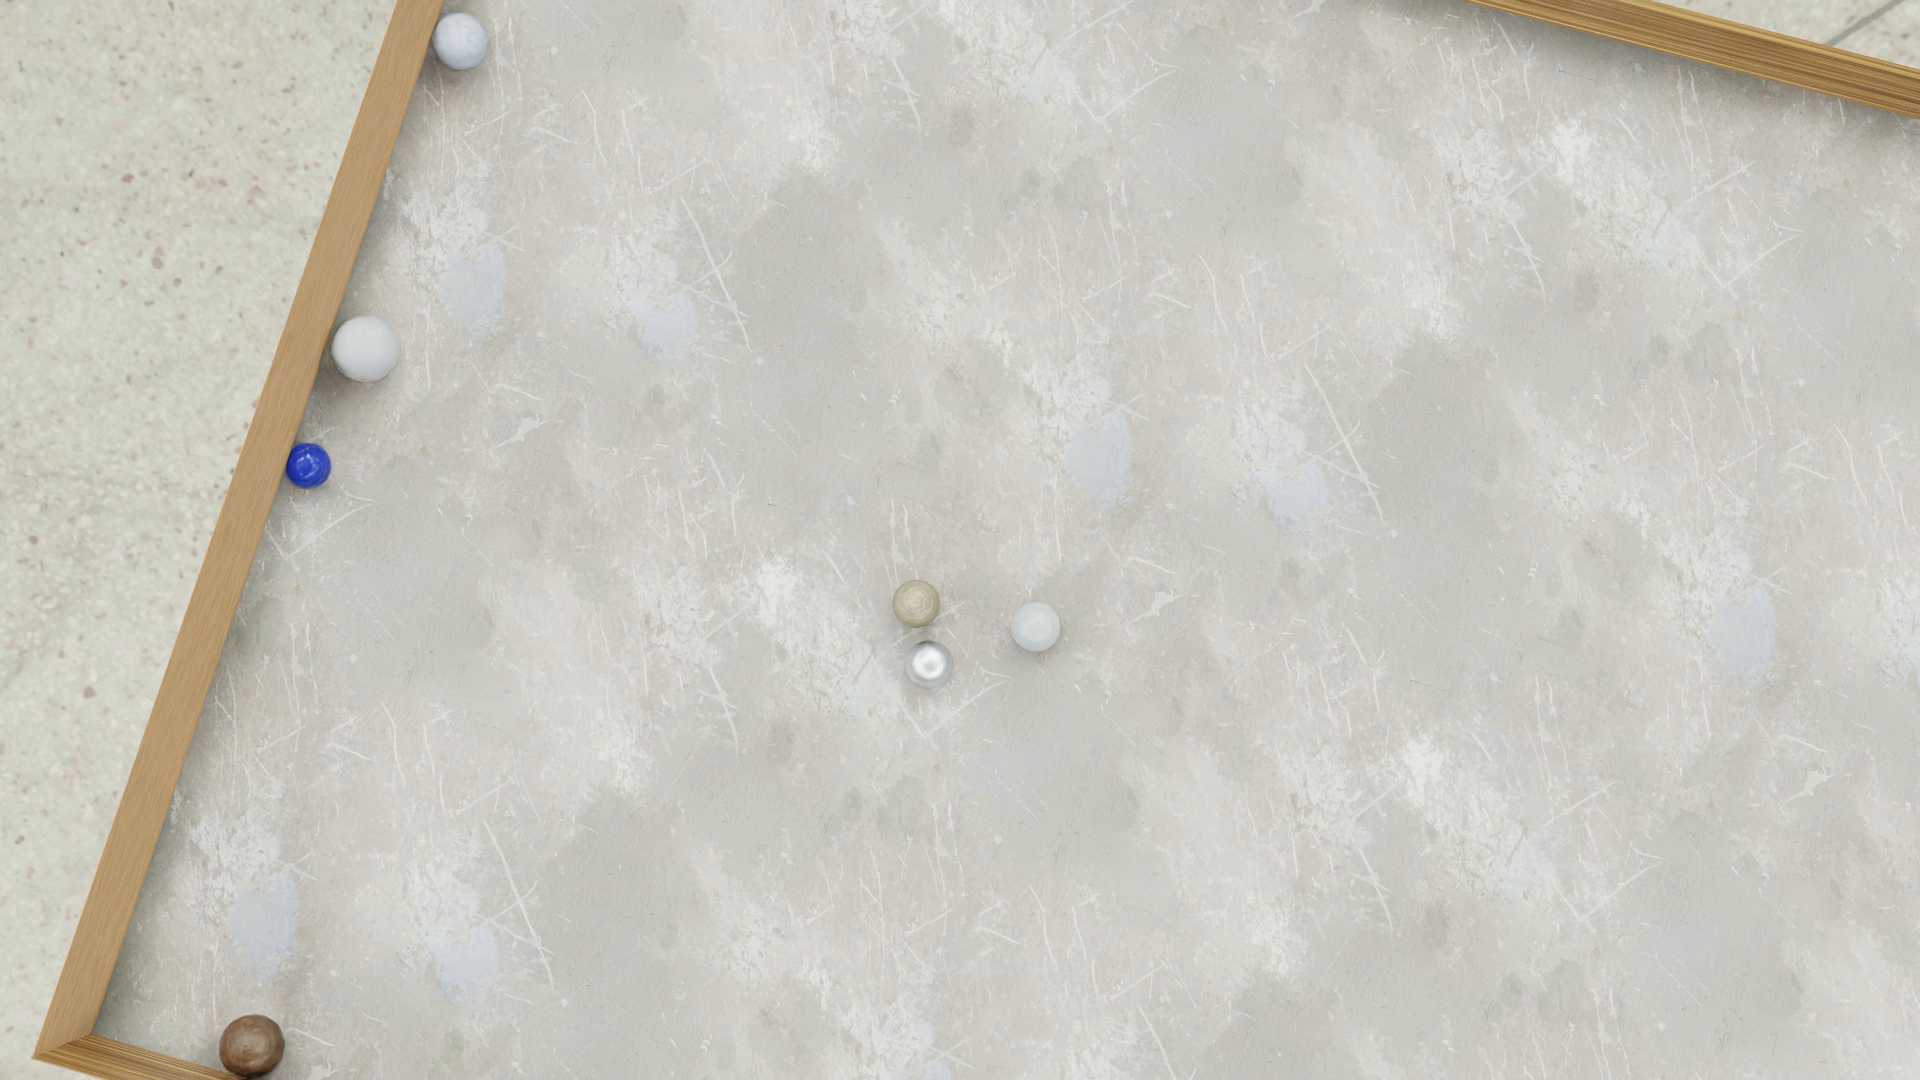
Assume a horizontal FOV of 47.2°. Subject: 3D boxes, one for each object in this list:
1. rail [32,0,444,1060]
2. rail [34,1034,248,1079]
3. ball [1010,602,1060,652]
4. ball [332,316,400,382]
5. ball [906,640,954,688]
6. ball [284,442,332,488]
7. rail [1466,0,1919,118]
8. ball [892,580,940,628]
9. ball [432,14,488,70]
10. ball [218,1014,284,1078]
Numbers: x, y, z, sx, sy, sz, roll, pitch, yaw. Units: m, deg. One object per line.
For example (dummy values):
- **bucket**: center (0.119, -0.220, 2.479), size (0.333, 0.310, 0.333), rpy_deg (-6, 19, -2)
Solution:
- **rail**: center (-0.983, -0.274, 3.306), size (0.045, 0.128, 2.140), rpy_deg (15, 80, 3)
- **rail**: center (0.725, 1.263, 3.027), size (4.177, 0.128, 0.045), rpy_deg (15, 80, 3)
- **ball**: center (0.112, 0.129, 3.261), size (0.074, 0.074, 0.074), rpy_deg (0, 80, 0)
- **ball**: center (-0.899, -0.288, 3.324), size (0.099, 0.099, 0.099), rpy_deg (0, 80, 0)
- **ball**: center (-0.046, 0.184, 3.253), size (0.071, 0.071, 0.071), rpy_deg (0, 80, 0)
- **ball**: center (-0.980, -0.112, 3.308), size (0.068, 0.068, 0.068), rpy_deg (0, 80, 0)
- **rail**: center (1.287, -0.720, 3.387), size (4.177, 0.128, 0.045), rpy_deg (15, 80, 3)
- **ball**: center (-0.065, 0.095, 3.268), size (0.072, 0.072, 0.072), rpy_deg (0, 80, 0)
- **ball**: center (-0.777, -0.775, 3.419), size (0.086, 0.086, 0.086), rpy_deg (0, 80, 0)
- **ball**: center (-1.013, 0.724, 3.145), size (0.090, 0.090, 0.090), rpy_deg (0, 80, 0)
